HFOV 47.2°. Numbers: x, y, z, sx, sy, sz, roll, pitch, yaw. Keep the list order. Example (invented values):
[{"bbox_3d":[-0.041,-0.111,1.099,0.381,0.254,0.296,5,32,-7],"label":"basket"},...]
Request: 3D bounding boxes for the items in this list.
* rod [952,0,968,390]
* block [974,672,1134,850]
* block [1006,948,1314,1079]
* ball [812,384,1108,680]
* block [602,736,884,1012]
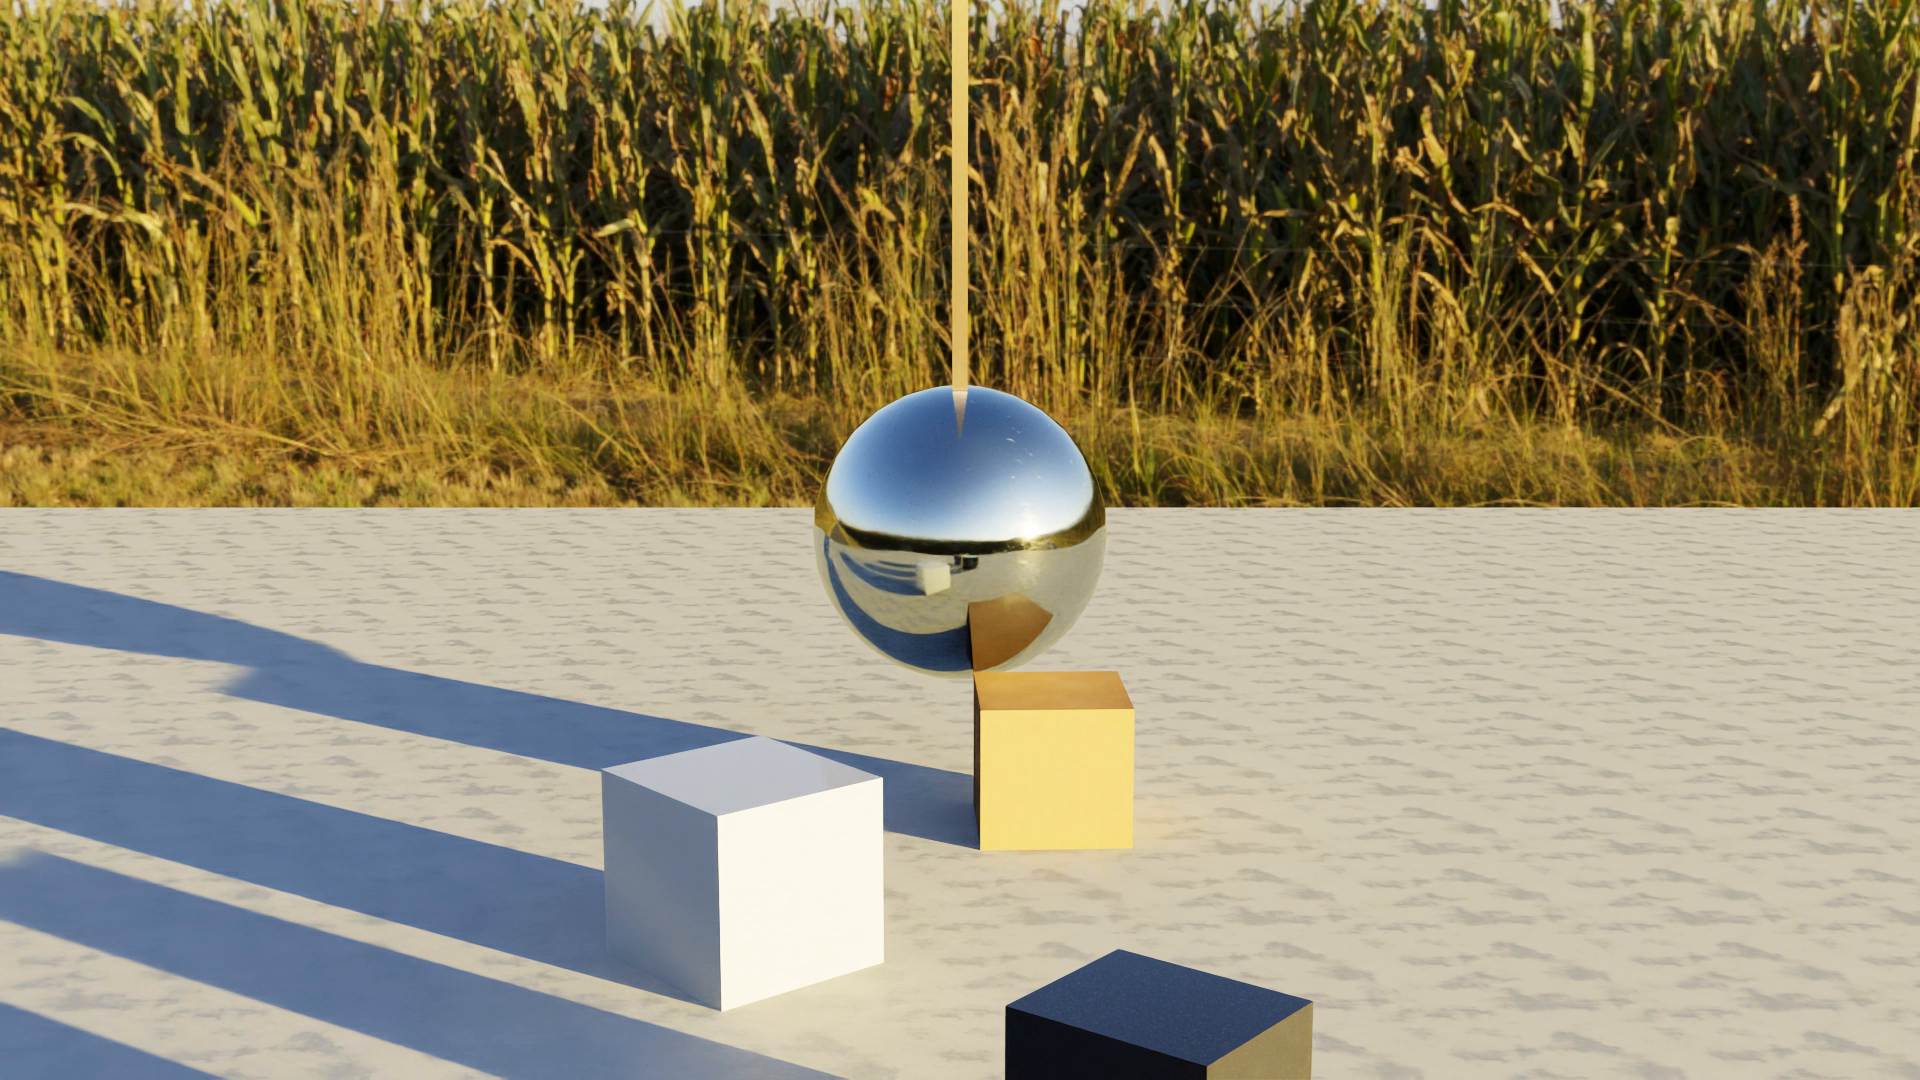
[{"bbox_3d":[0.000,-3.283,10.923,0.080,5.200,0.080,0,18,0],"label":"rod"},{"bbox_3d":[0.469,1.126,11.360,0.764,0.721,0.799,0,10,-2],"label":"block"},{"bbox_3d":[0.645,1.869,7.164,0.760,0.759,0.647,8,13,37],"label":"block"},{"bbox_3d":[0.000,-0.043,11.955,1.600,1.600,1.600,0,10,0],"label":"ball"},{"bbox_3d":[-0.940,1.408,9.505,0.843,0.828,0.890,-9,13,-40],"label":"block"}]
